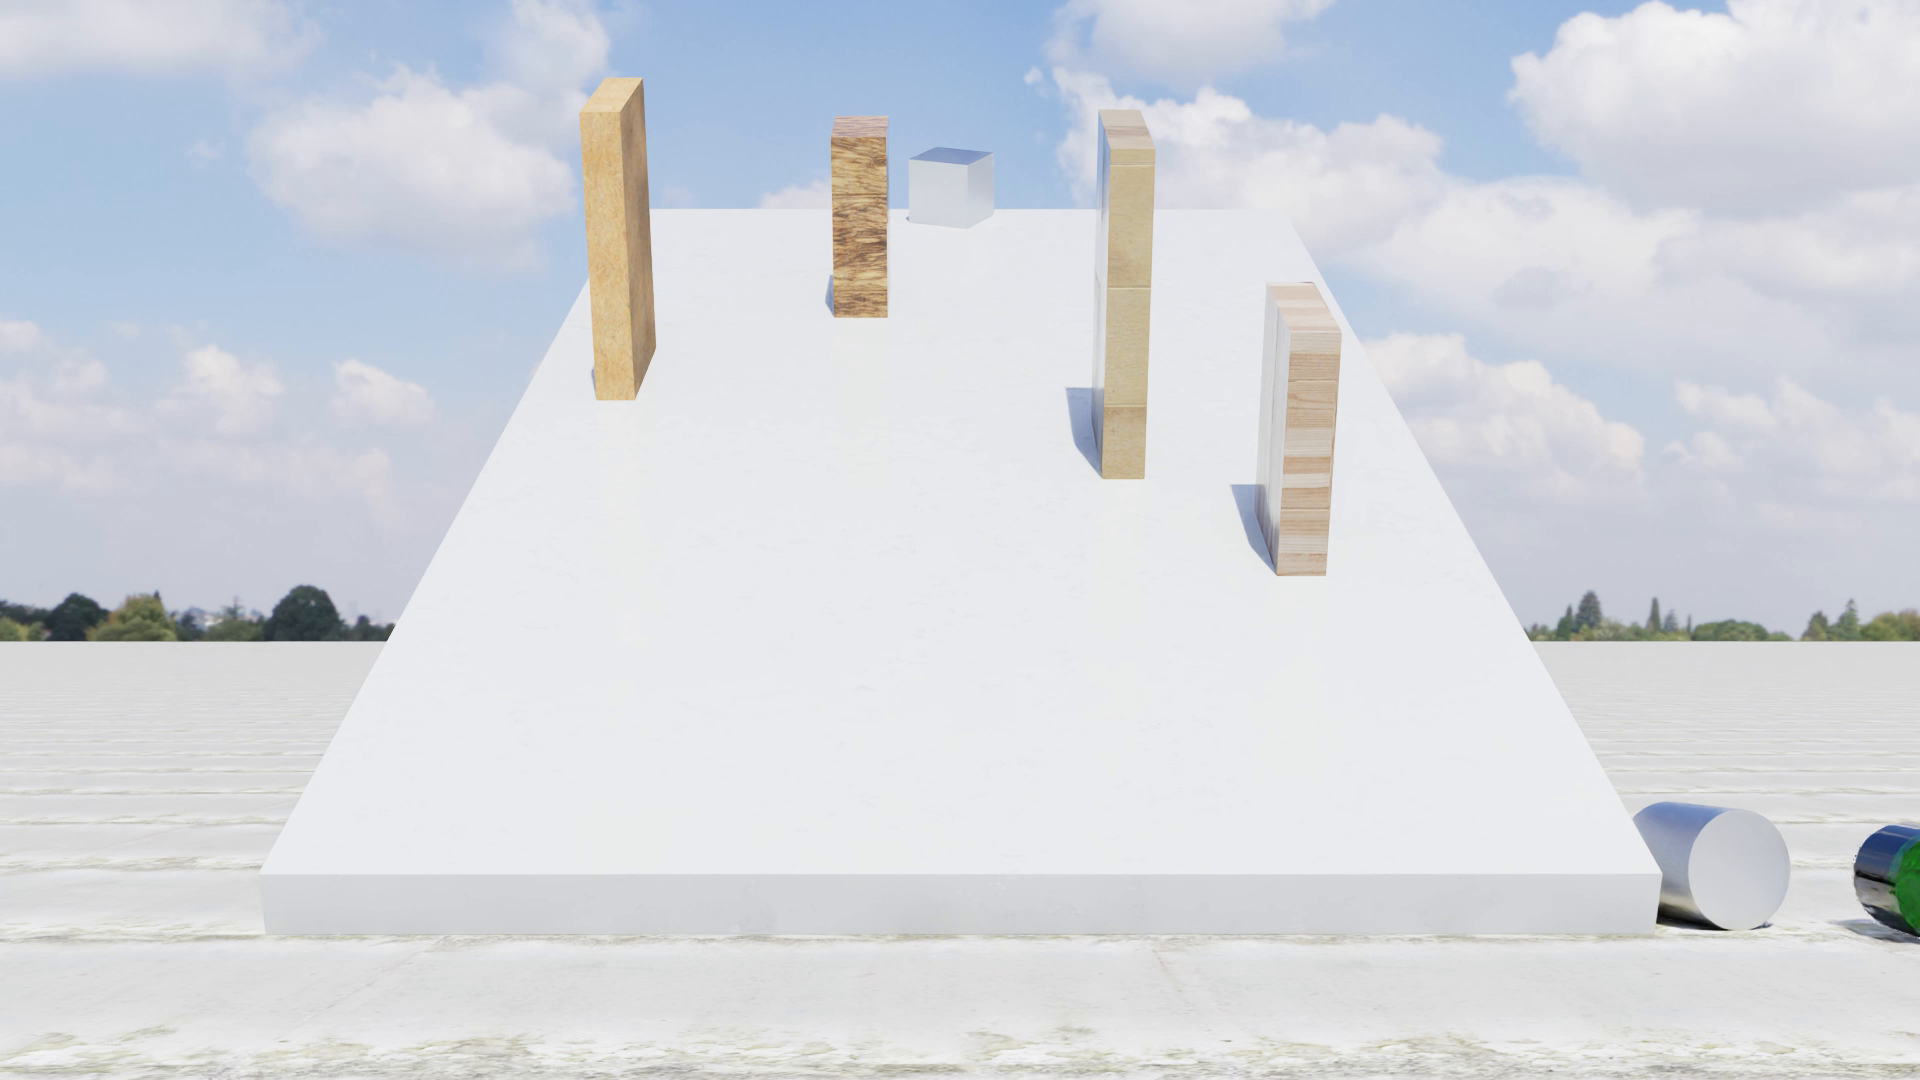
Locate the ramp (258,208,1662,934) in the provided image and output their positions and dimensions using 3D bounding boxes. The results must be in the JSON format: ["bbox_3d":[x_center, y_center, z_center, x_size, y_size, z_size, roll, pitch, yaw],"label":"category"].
[{"bbox_3d":[-0.006,-0.219,5.141,2.000,0.100,4.000,0,22,0],"label":"ramp"}]

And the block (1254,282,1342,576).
[{"bbox_3d":[0.639,-0.216,4.360,0.092,0.474,0.343,0,22,0],"label":"block"}]

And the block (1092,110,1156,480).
[{"bbox_3d":[0.340,-0.522,4.831,0.089,0.693,0.399,0,22,0],"label":"block"}]

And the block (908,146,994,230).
[{"bbox_3d":[-0.025,-1.050,6.830,0.191,0.191,0.191,10,24,23],"label":"block"}]

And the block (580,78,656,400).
[{"bbox_3d":[-0.789,-0.703,5.322,0.088,0.662,0.413,0,22,0],"label":"block"}]

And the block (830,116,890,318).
[{"bbox_3d":[-0.254,-0.837,5.924,0.138,0.466,0.272,0,22,0],"label":"block"}]

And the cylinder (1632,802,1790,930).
[{"bbox_3d":[1.112,0.485,3.431,0.177,0.177,0.177,1,-2,-18],"label":"cylinder"}]

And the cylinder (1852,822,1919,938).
[{"bbox_3d":[1.381,0.488,3.266,0.158,0.158,0.158,0,-2,1],"label":"cylinder"}]
